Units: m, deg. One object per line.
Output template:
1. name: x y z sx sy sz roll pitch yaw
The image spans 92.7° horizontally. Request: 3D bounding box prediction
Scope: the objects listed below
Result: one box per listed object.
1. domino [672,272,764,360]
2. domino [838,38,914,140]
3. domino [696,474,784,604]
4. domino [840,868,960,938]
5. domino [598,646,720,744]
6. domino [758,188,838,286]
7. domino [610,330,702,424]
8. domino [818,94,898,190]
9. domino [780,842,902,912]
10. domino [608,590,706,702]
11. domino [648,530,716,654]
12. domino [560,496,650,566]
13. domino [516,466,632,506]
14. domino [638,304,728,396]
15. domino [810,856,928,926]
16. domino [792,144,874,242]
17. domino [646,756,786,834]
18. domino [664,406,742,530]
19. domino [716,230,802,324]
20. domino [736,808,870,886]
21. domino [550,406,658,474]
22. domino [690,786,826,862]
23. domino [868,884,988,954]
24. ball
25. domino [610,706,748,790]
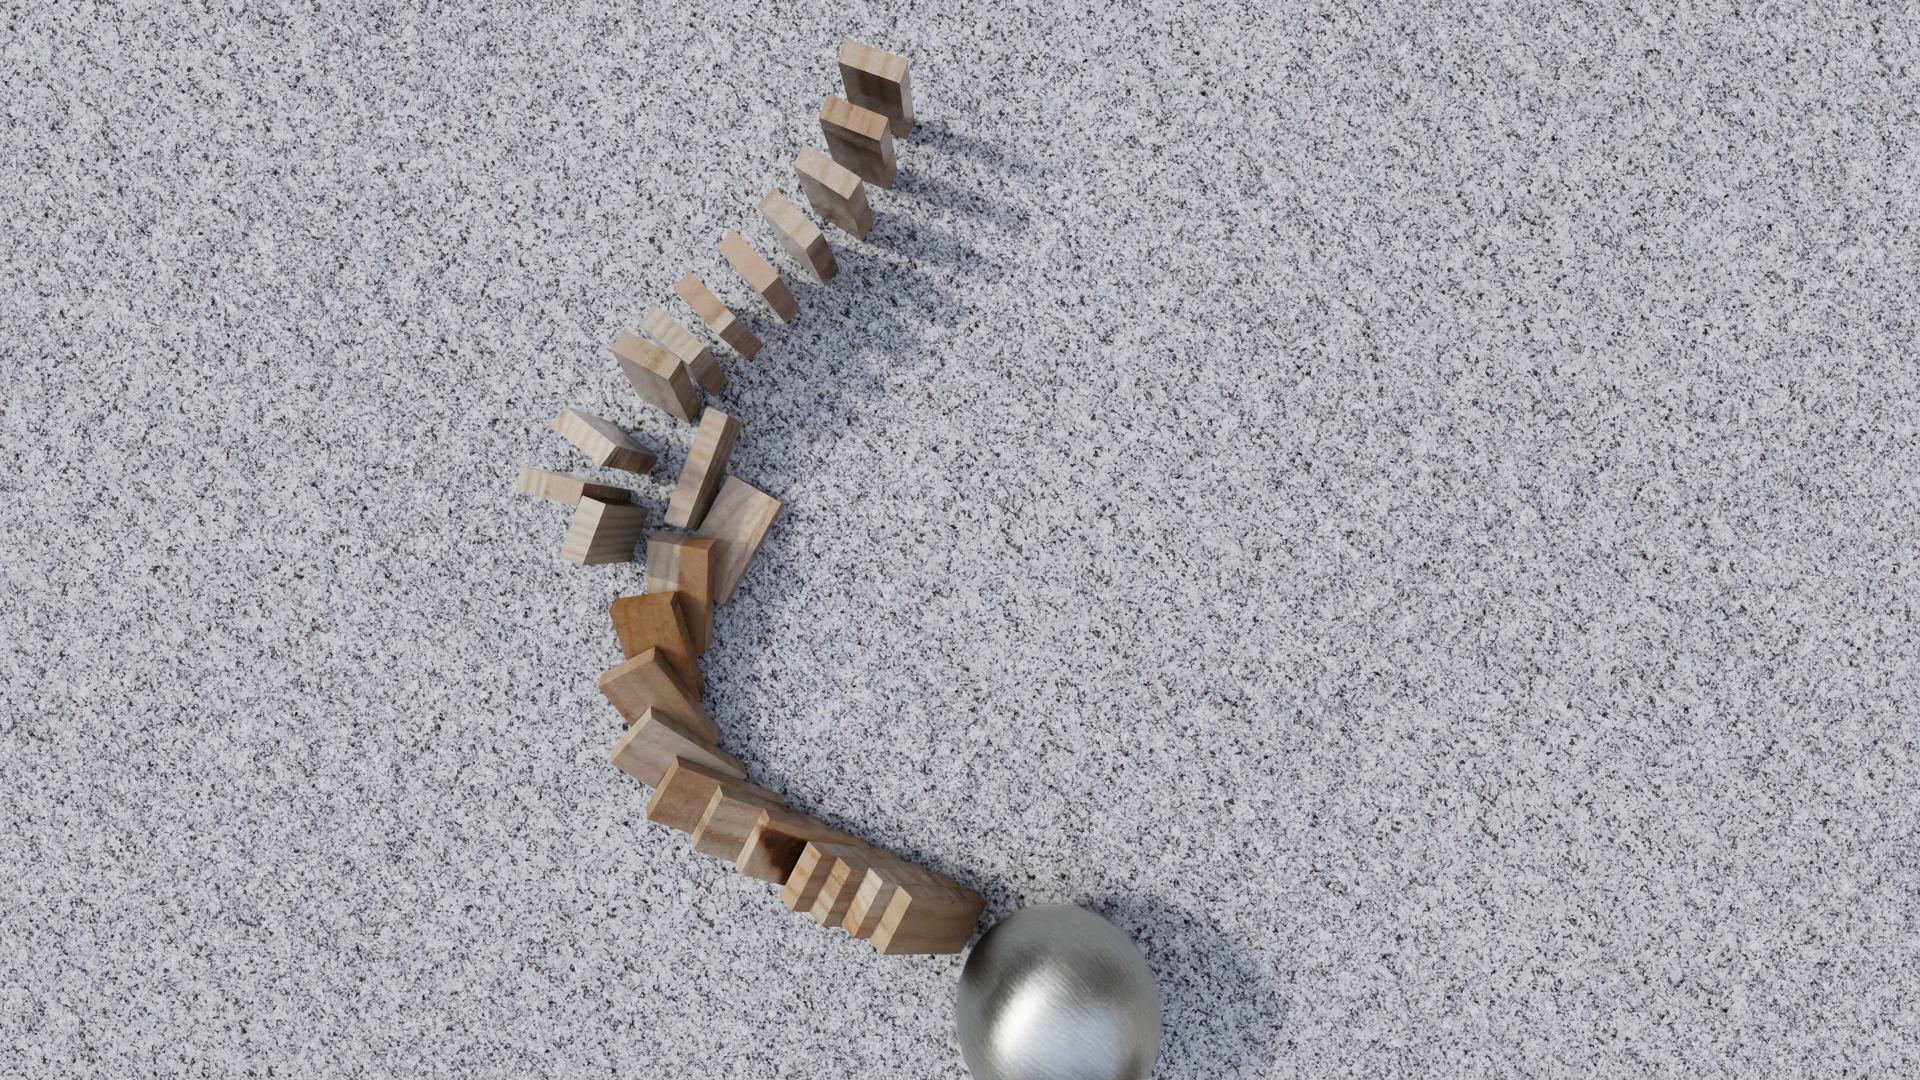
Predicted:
1. domino: -0.098 -0.091 0.375 0.010 0.050 0.025 -45 90 0
2. domino: -0.033 -0.183 0.375 0.025 0.050 0.009 19 90 0
3. domino: -0.099 0.000 0.395 0.025 0.009 0.050 30 90 0
4. domino: -0.024 0.151 0.379 0.009 0.050 0.025 28 90 44
5. domino: -0.125 0.071 0.384 0.025 0.010 0.050 -27 119 0
6. domino: -0.065 -0.123 0.375 0.025 0.050 0.010 43 90 0
7. domino: -0.123 -0.065 0.375 0.025 0.050 0.009 28 75 0
8. domino: -0.041 -0.161 0.375 0.025 0.050 0.009 21 90 0
9. domino: -0.048 0.140 0.379 0.009 0.050 0.025 28 90 44
10. domino: -0.126 0.046 0.384 0.025 0.010 0.050 -8 119 0
11. domino: -0.117 0.022 0.385 0.025 0.009 0.050 9 115 1
12. domino: -0.144 -0.004 0.375 0.009 0.050 0.025 21 90 0
13. domino: -0.157 -0.021 0.375 0.025 0.050 0.009 15 90 0
14. domino: -0.112 -0.076 0.375 0.025 0.050 0.010 40 83 0
15. domino: -0.036 0.146 0.379 0.009 0.050 0.025 28 91 44
16. domino: -0.051 -0.141 0.375 0.025 0.050 0.009 32 90 0
17. domino: -0.102 0.112 0.384 0.050 0.010 0.025 30 91 -27
18. domino: -0.108 -0.029 0.388 0.009 0.025 0.050 21 90 0
19. domino: -0.081 -0.107 0.375 0.009 0.050 0.025 -44 90 0
20. domino: -0.065 0.133 0.384 0.050 0.010 0.025 28 90 -27
21. domino: -0.144 -0.040 0.375 0.025 0.050 0.010 38 90 0
22. domino: -0.084 0.124 0.384 0.050 0.009 0.025 28 90 -27
23. domino: -0.012 0.157 0.379 0.009 0.050 0.025 28 90 44
24. ball: 0.038 0.185 0.360 0.080 0.080 0.080 0 90 0
25. domino: -0.117 0.094 0.384 0.025 0.009 0.050 -48 118 1
